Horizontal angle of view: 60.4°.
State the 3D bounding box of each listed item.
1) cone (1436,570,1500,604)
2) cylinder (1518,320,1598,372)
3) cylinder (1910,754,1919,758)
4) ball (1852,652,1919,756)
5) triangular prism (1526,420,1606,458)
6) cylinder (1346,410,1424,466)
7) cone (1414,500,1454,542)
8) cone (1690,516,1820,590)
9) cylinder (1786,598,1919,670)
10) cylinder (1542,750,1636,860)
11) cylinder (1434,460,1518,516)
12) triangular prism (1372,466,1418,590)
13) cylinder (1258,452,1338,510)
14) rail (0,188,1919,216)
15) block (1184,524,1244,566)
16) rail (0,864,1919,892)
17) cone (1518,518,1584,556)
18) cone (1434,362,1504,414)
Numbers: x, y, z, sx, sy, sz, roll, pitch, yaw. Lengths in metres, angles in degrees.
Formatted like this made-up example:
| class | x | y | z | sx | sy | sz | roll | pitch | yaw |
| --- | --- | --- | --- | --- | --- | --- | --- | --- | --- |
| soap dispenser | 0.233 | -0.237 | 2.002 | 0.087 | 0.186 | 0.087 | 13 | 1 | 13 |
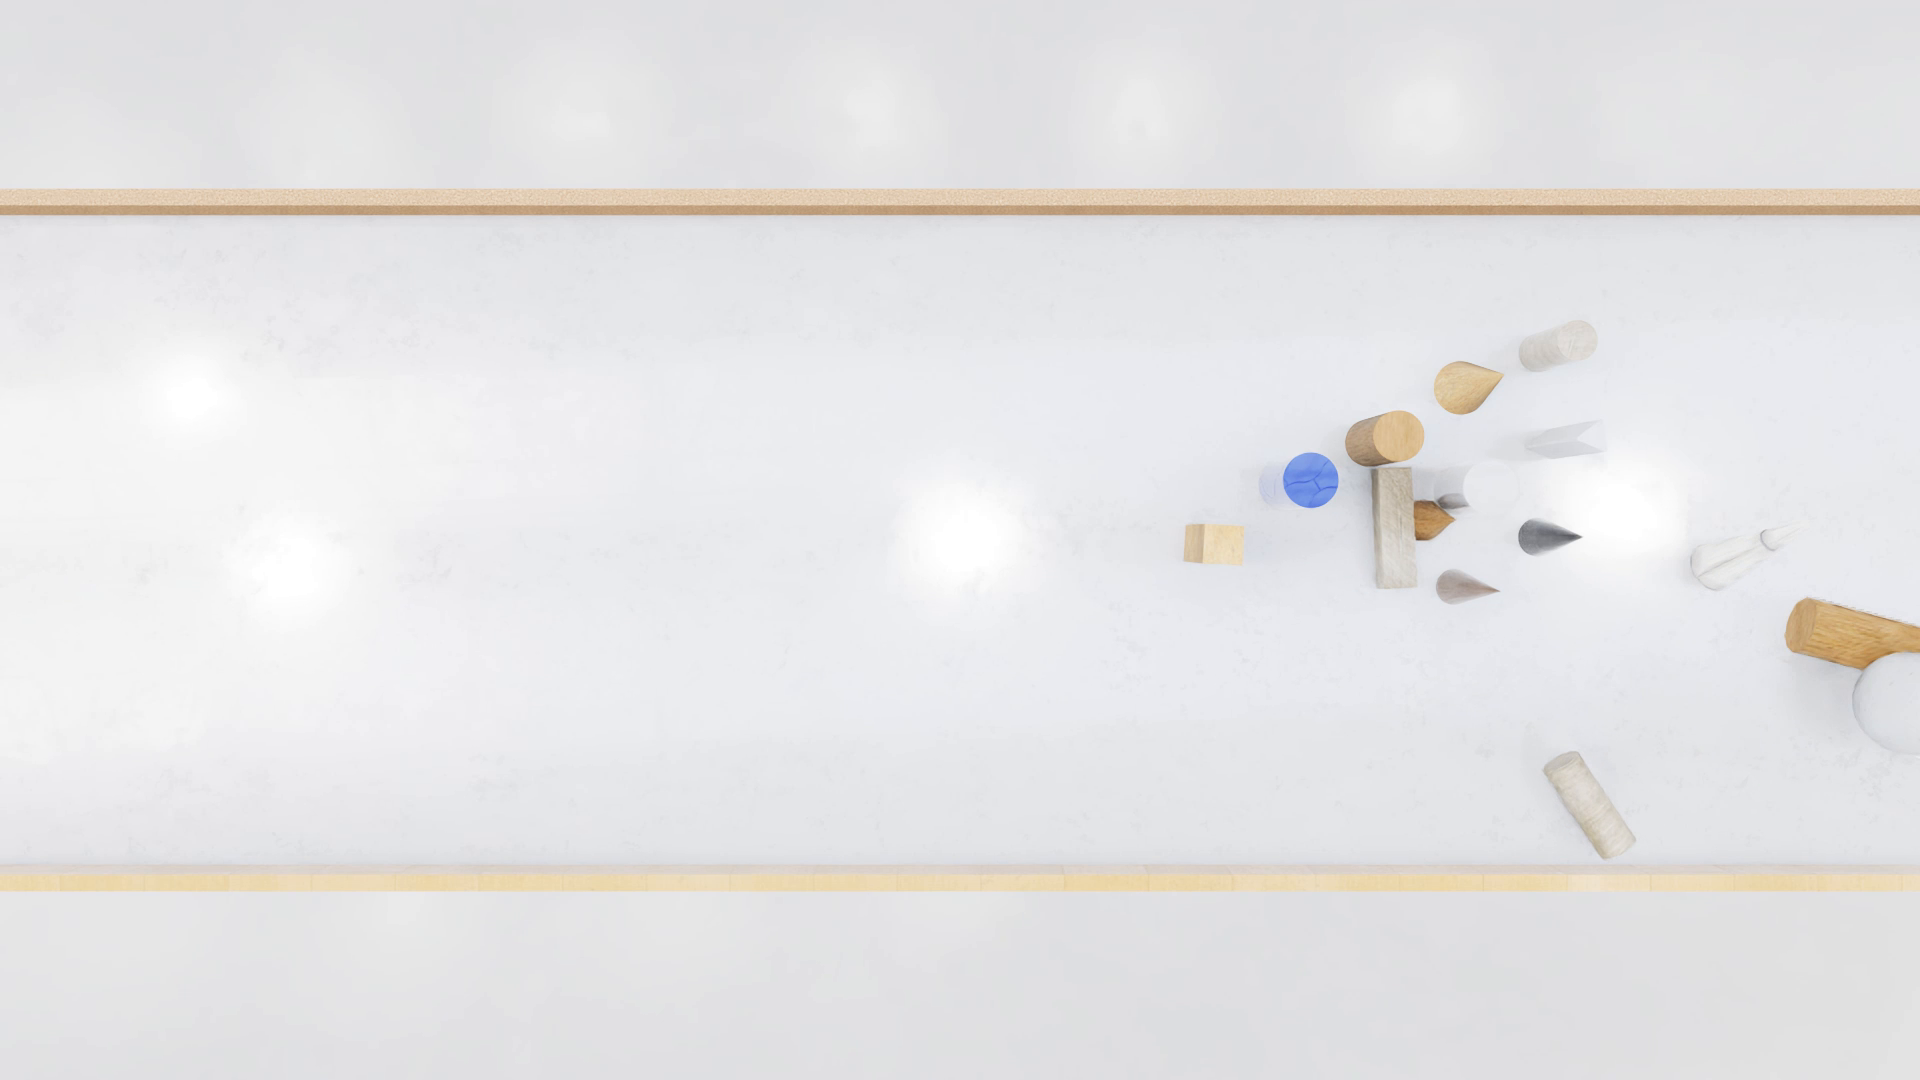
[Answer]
| class | x | y | z | sx | sy | sz | roll | pitch | yaw |
| --- | --- | --- | --- | --- | --- | --- | --- | --- | --- |
| cone | 1.520 | 0.145 | 4.854 | 0.111 | 0.444 | 0.111 | 0 | 90 | 0 |
| cylinder | 1.778 | -0.575 | 4.912 | 0.117 | 0.328 | 0.117 | 0 | 90 | 0 |
| cylinder | 3.079 | 0.669 | 5.022 | 0.442 | 0.109 | 0.109 | 22 | 90 | 0 |
| ball | 2.773 | 0.476 | 4.813 | 0.300 | 0.300 | 0.300 | 0 | 90 | 0 |
| triangular prism | 1.797 | -0.304 | 4.864 | 0.092 | 0.425 | 0.080 | 23 | 90 | 0 |
| cylinder | 1.259 | -0.299 | 4.904 | 0.148 | 0.345 | 0.148 | 0 | 90 | 0 |
| cone | 1.426 | -0.059 | 4.908 | 0.129 | 0.336 | 0.129 | 0 | 90 | 1 |
| cone | 2.363 | 0.009 | 4.849 | 0.148 | 0.435 | 0.148 | 7 | 67 | -17 |
| cylinder | 2.754 | 0.313 | 4.991 | 0.434 | 0.171 | 0.171 | 15 | 90 | 0 |
| cylinder | 1.914 | 0.805 | 5.017 | 0.119 | 0.119 | 0.316 | -34 | 90 | 0 |
| cylinder | 1.532 | -0.154 | 4.911 | 0.159 | 0.326 | 0.159 | 0 | 91 | 1 |
| triangular prism | 1.293 | -0.036 | 4.992 | 0.128 | 0.111 | 0.366 | -3 | 90 | 37 |
| cylinder | 0.999 | -0.170 | 4.886 | 0.160 | 0.380 | 0.160 | 0 | 90 | 0 |
| rail | -2.247 | -1.025 | 5.002 | 12.000 | 0.150 | 0.050 | 0 | 90 | 0 |
| block | 0.747 | 0.013 | 4.875 | 0.112 | 0.404 | 0.112 | 3 | 90 | 0 |
| rail | -2.247 | 1.025 | 5.001 | 12.000 | 0.150 | 0.050 | 0 | 90 | 0 |
| cone | 1.778 | -0.009 | 4.887 | 0.121 | 0.380 | 0.121 | 0 | 90 | 0 |
| cone | 1.541 | -0.468 | 4.869 | 0.166 | 0.415 | 0.166 | 0 | 90 | 0 |
